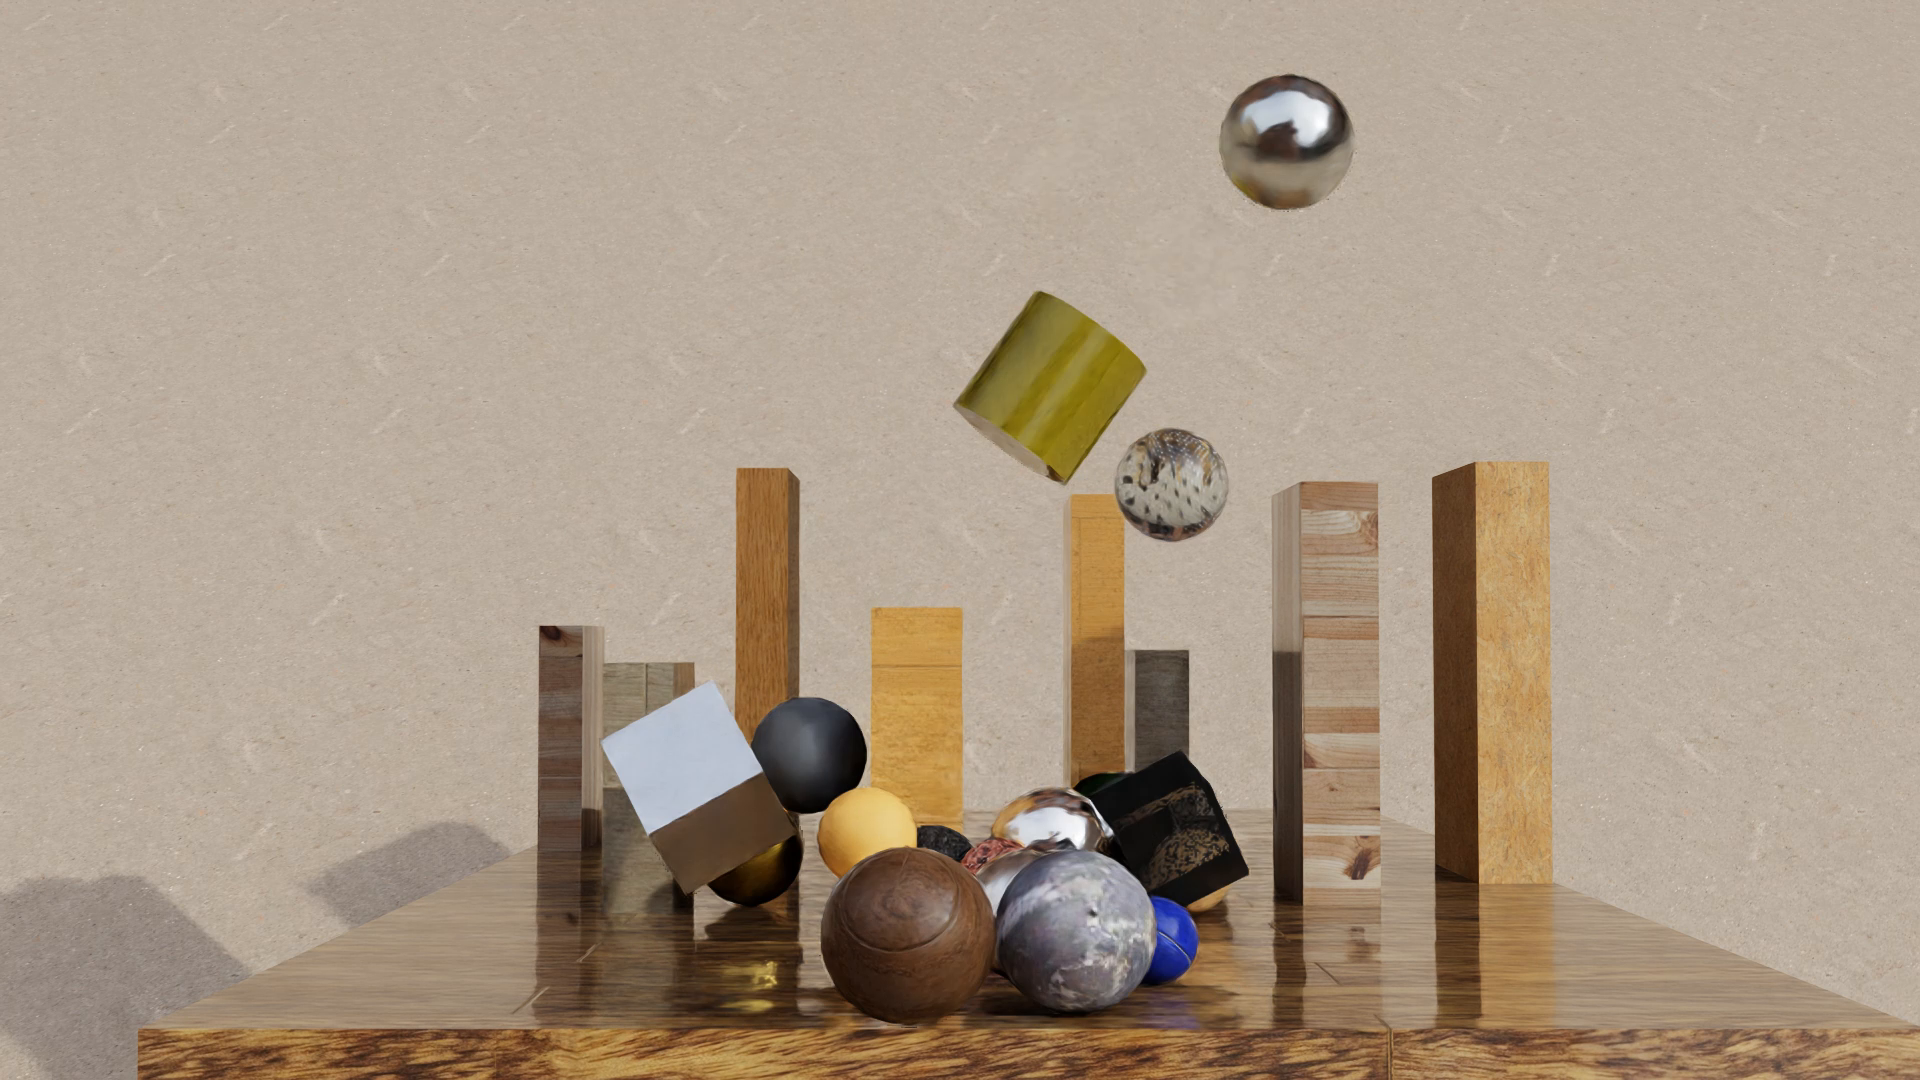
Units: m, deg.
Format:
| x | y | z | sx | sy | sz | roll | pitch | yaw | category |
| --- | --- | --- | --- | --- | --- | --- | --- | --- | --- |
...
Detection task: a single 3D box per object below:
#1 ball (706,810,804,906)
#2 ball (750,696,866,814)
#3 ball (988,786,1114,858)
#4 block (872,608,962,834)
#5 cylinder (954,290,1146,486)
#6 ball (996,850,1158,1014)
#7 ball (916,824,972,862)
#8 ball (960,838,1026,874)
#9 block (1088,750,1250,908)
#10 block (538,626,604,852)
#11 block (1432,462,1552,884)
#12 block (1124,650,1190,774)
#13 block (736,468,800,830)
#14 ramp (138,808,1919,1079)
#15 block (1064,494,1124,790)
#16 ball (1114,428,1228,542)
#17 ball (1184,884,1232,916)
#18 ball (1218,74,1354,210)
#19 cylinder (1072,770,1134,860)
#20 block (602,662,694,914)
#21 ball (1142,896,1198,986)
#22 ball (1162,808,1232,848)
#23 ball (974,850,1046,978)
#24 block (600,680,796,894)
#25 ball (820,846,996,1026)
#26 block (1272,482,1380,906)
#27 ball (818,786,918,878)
| x | y | z | sx | sy | sz | roll | pitch | yaw | category |
| --- | --- | --- | --- | --- | --- | --- | --- | --- | --- |
| -0.350 | 0.516 | 4.315 | 0.179 | 0.179 | 0.179 | 0 | 37 | 0 | ball |
| -0.253 | 0.358 | 4.340 | 0.194 | 0.194 | 0.194 | 0 | 37 | 0 | ball |
| 0.147 | 0.498 | 4.182 | 0.204 | 0.204 | 0.204 | 0 | 37 | 0 | ball |
| -0.069 | 0.359 | 4.307 | 0.146 | 0.491 | 0.264 | 0 | -2 | 0 | block |
| 0.109 | -0.184 | 3.148 | 0.169 | 0.169 | 0.169 | 33 | 85 | 36 | cylinder |
| 0.135 | 0.458 | 3.038 | 0.191 | 0.191 | 0.191 | 0 | 37 | 0 | ball |
| -0.043 | 0.523 | 4.094 | 0.148 | 0.148 | 0.148 | 0 | 37 | 0 | ball |
| 0.059 | 0.523 | 3.994 | 0.130 | 0.130 | 0.130 | 0 | 37 | 0 | ball |
| 0.303 | 0.429 | 3.783 | 0.153 | 0.153 | 0.153 | -26 | 18 | -4 | block |
| -0.842 | 0.424 | 5.646 | 0.092 | 0.474 | 0.343 | 0 | -2 | 0 | block |
| 1.007 | 0.249 | 4.943 | 0.134 | 0.766 | 0.438 | 0 | -2 | 0 | block |
| 0.431 | 0.453 | 5.718 | 0.116 | 0.421 | 0.344 | 0 | -2 | 0 | block |
| -0.379 | 0.255 | 5.158 | 0.099 | 0.771 | 0.368 | 0 | -2 | 0 | block |
| 0.080 | 0.680 | 4.905 | 2.000 | 0.100 | 4.000 | 0 | -2 | 0 | ramp |
| 0.283 | 0.286 | 5.550 | 0.109 | 0.742 | 0.418 | 0 | -2 | 0 | block |
| 0.274 | -0.072 | 3.367 | 0.147 | 0.147 | 0.147 | 0 | 37 | 0 | ball |
| 0.360 | 0.520 | 4.152 | 0.157 | 0.157 | 0.157 | 0 | 37 | 0 | ball |
| 0.349 | -0.424 | 2.777 | 0.144 | 0.144 | 0.144 | 0 | 37 | 0 | ball |
| 0.276 | 0.495 | 4.660 | 0.158 | 0.158 | 0.158 | 10 | -2 | 13 | cylinder |
| -0.519 | 0.406 | 4.354 | 0.114 | 0.401 | 0.329 | 0 | -2 | 0 | block |
| 0.246 | 0.507 | 3.294 | 0.111 | 0.111 | 0.111 | 0 | 37 | 0 | ball |
| 0.413 | 0.548 | 4.634 | 0.142 | 0.142 | 0.142 | 0 | 37 | 0 | ball |
| 0.084 | 0.481 | 3.335 | 0.167 | 0.167 | 0.167 | 0 | 37 | 0 | ball |
| -0.393 | 0.373 | 3.919 | 0.191 | 0.191 | 0.191 | -29 | 53 | -7 | block |
| -0.058 | 0.445 | 2.926 | 0.199 | 0.199 | 0.199 | 0 | 37 | 0 | ball |
| 0.633 | 0.262 | 4.529 | 0.129 | 0.704 | 0.410 | 0 | -2 | 0 | block |
| -0.143 | 0.457 | 4.002 | 0.154 | 0.154 | 0.154 | 0 | 37 | 0 | ball |
